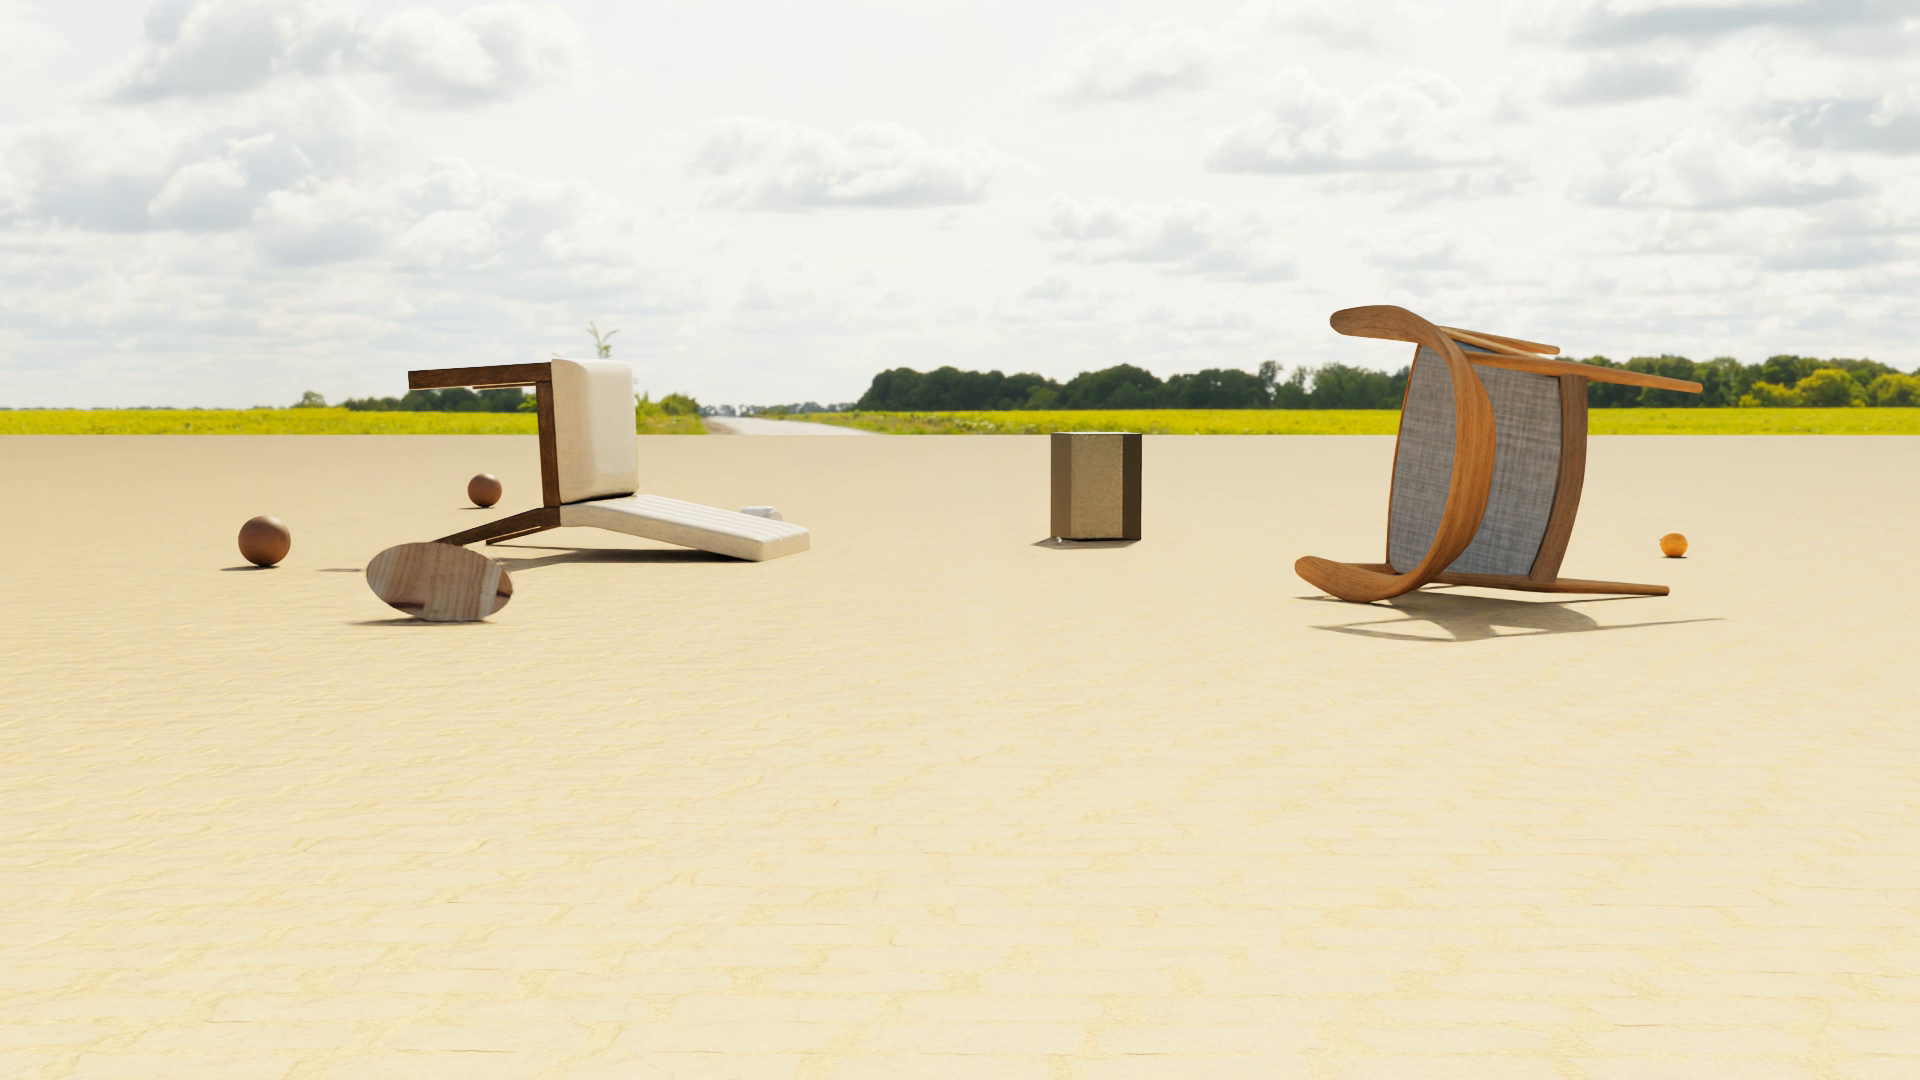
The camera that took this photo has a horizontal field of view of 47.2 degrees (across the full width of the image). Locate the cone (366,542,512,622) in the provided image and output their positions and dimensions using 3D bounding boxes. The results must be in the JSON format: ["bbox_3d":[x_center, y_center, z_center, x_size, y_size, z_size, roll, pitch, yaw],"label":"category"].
[{"bbox_3d":[-1.015,0.113,4.349,0.290,0.161,0.163,11,-23,2],"label":"cone"}]

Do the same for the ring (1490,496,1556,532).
[{"bbox_3d":[1.777,-0.080,6.941,0.208,0.107,0.213,1,5,36],"label":"ring"}]

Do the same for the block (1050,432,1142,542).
[{"bbox_3d":[0.407,-0.162,6.593,0.204,0.317,0.214,-1,4,-21],"label":"block"}]
